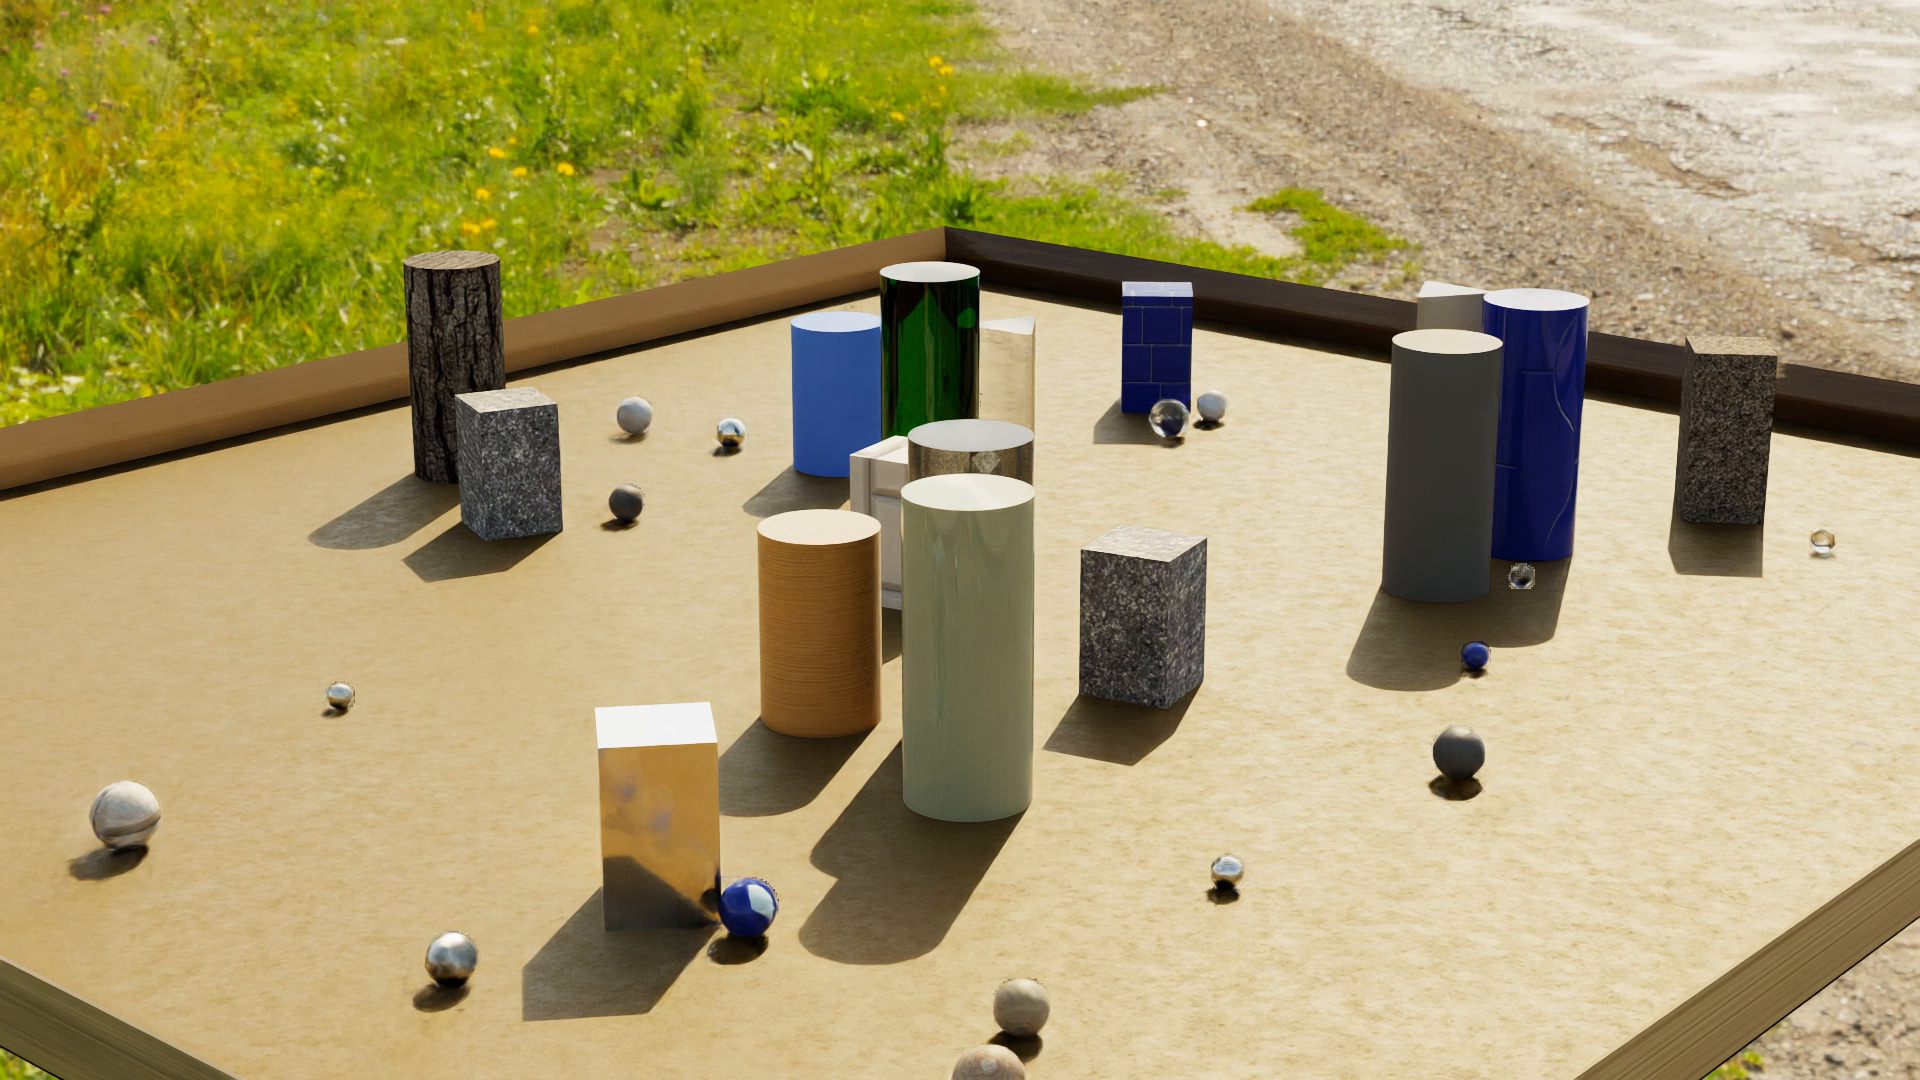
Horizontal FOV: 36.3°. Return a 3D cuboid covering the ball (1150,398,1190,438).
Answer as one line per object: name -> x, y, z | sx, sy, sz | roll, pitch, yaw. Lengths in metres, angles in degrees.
ball -> 0.438, -0.256, 6.139 | 0.083, 0.083, 0.083 | 0, 17, 0

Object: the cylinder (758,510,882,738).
cylinder -> -0.214, 0.126, 4.489 | 0.188, 0.306, 0.188 | 0, 17, 0

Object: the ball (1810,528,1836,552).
ball -> 1.576, 0.001, 5.356 | 0.044, 0.044, 0.044 | 0, 17, 0

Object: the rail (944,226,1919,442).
rail -> 1.341, -0.416, 6.599 | 3.702, 0.122, 0.045 | 14, 22, 39

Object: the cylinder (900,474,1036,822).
cylinder -> 0.012, 0.151, 4.147 | 0.188, 0.456, 0.188 | 0, 17, 0

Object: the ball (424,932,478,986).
ball -> -0.627, 0.517, 3.613 | 0.065, 0.065, 0.065 | 0, 17, 0

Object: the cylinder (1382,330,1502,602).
cylinder -> 0.837, -0.130, 5.103 | 0.188, 0.442, 0.188 | 0, 17, 0

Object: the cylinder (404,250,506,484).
cylinder -> -1.000, -0.345, 5.831 | 0.188, 0.432, 0.188 | 0, 17, 0

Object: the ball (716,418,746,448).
ball -> -0.473, -0.222, 6.061 | 0.063, 0.063, 0.063 | 0, 17, 0

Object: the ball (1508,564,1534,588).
ball -> 0.985, 0.065, 5.150 | 0.042, 0.042, 0.042 | 0, 17, 0

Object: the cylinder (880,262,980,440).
cylinder -> -0.056, -0.279, 5.555 | 0.188, 0.466, 0.188 | 0, 17, 0

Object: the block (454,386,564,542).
block -> -0.844, -0.144, 5.489 | 0.150, 0.246, 0.150 | -8, 19, -26

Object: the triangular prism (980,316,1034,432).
triangular prism -> 0.110, -0.297, 5.917 | 0.163, 0.289, 0.141 | 11, 20, 33

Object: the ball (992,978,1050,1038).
ball -> 0.073, 0.555, 3.481 | 0.069, 0.069, 0.069 | 0, 17, 0

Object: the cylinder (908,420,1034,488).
cylinder -> 0.016, 0.068, 4.403 | 0.188, 0.467, 0.188 | 0, 17, 0

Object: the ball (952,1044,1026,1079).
ball -> 0.032, 0.607, 3.283 | 0.084, 0.084, 0.084 | 0, 17, 0

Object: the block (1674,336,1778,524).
block -> 1.452, -0.210, 5.568 | 0.150, 0.326, 0.150 | 2, 17, 7

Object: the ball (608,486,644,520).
ball -> -0.632, -0.071, 5.554 | 0.067, 0.067, 0.067 | 0, 17, 0

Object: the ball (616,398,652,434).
ball -> -0.685, -0.262, 6.168 | 0.078, 0.078, 0.078 | 0, 17, 0

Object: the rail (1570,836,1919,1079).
rail -> 1.380, 0.377, 3.974 | 0.045, 0.122, 4.137 | 14, 22, 39

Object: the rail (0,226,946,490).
rail -> -1.380, -0.316, 6.268 | 0.045, 0.122, 4.137 | 14, 22, 39

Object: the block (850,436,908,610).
block -> -0.086, -0.028, 5.074 | 0.150, 0.262, 0.150 | 10, 19, 29

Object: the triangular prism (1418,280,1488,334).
triangular prism -> 0.974, -0.344, 5.973 | 0.163, 0.347, 0.141 | -5, 18, -16

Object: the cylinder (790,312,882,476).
cylinder -> -0.244, -0.295, 5.899 | 0.188, 0.296, 0.188 | 0, 17, 0

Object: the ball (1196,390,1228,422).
ball -> 0.540, -0.288, 6.272 | 0.068, 0.068, 0.068 | 0, 17, 0

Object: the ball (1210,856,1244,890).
ball -> 0.355, 0.442, 3.897 | 0.045, 0.045, 0.045 | 0, 17, 0

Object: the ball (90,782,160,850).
ball -> -1.146, 0.378, 4.023 | 0.094, 0.094, 0.094 | 0, 17, 0

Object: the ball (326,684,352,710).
ball -> -0.965, 0.243, 4.563 | 0.040, 0.040, 0.040 | 0, 17, 0

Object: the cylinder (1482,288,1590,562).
cylinder -> 1.034, -0.210, 5.327 | 0.188, 0.464, 0.188 | 0, 17, 0

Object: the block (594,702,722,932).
block -> -0.393, 0.359, 3.815 | 0.150, 0.252, 0.150 | -2, 17, -8

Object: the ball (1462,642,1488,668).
ball -> 0.835, 0.187, 4.745 | 0.042, 0.042, 0.042 | 0, 17, 0

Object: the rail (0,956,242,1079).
rail -> -1.341, 0.477, 3.643 | 3.702, 0.122, 0.045 | 14, 22, 39

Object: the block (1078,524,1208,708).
block -> 0.289, 0.119, 4.628 | 0.150, 0.240, 0.150 | 9, 19, 26

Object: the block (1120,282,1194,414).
block -> 0.427, -0.419, 6.378 | 0.150, 0.257, 0.150 | 1, 17, 3

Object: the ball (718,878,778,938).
ball -> -0.271, 0.471, 3.749 | 0.075, 0.075, 0.075 | 0, 17, 0

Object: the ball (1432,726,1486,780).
ball -> 0.728, 0.311, 4.276 | 0.077, 0.077, 0.077 | 0, 17, 0
